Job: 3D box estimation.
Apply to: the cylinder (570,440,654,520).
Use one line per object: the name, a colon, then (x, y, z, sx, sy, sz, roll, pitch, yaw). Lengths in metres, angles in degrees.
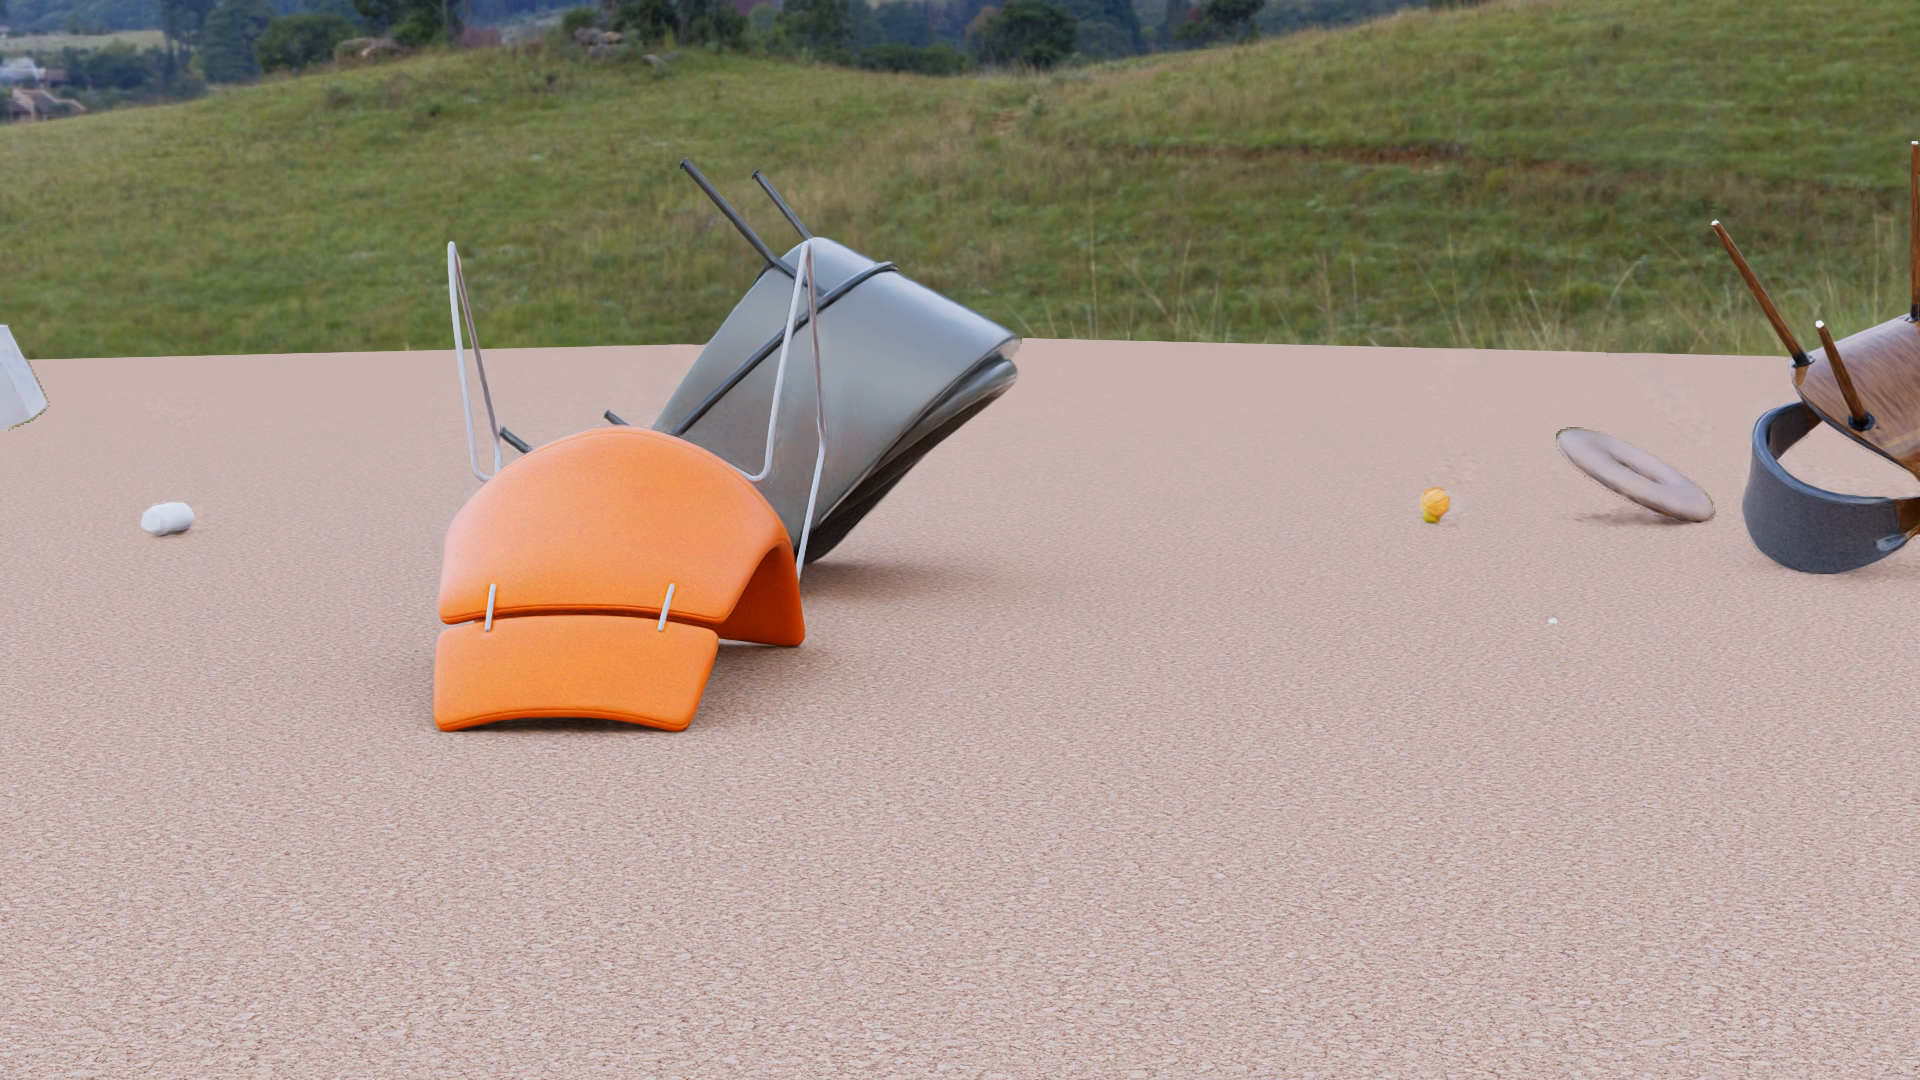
cylinder: (-0.946, -0.163, 6.991, 0.177, 0.226, 0.179, 41, 5, -3)

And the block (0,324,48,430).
block: (-2.341, -0.392, 6.243, 0.114, 0.218, 0.124, -20, 19, 6)

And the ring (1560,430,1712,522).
ring: (1.833, -0.176, 6.961, 0.466, 0.066, 0.436, 21, 20, -14)
